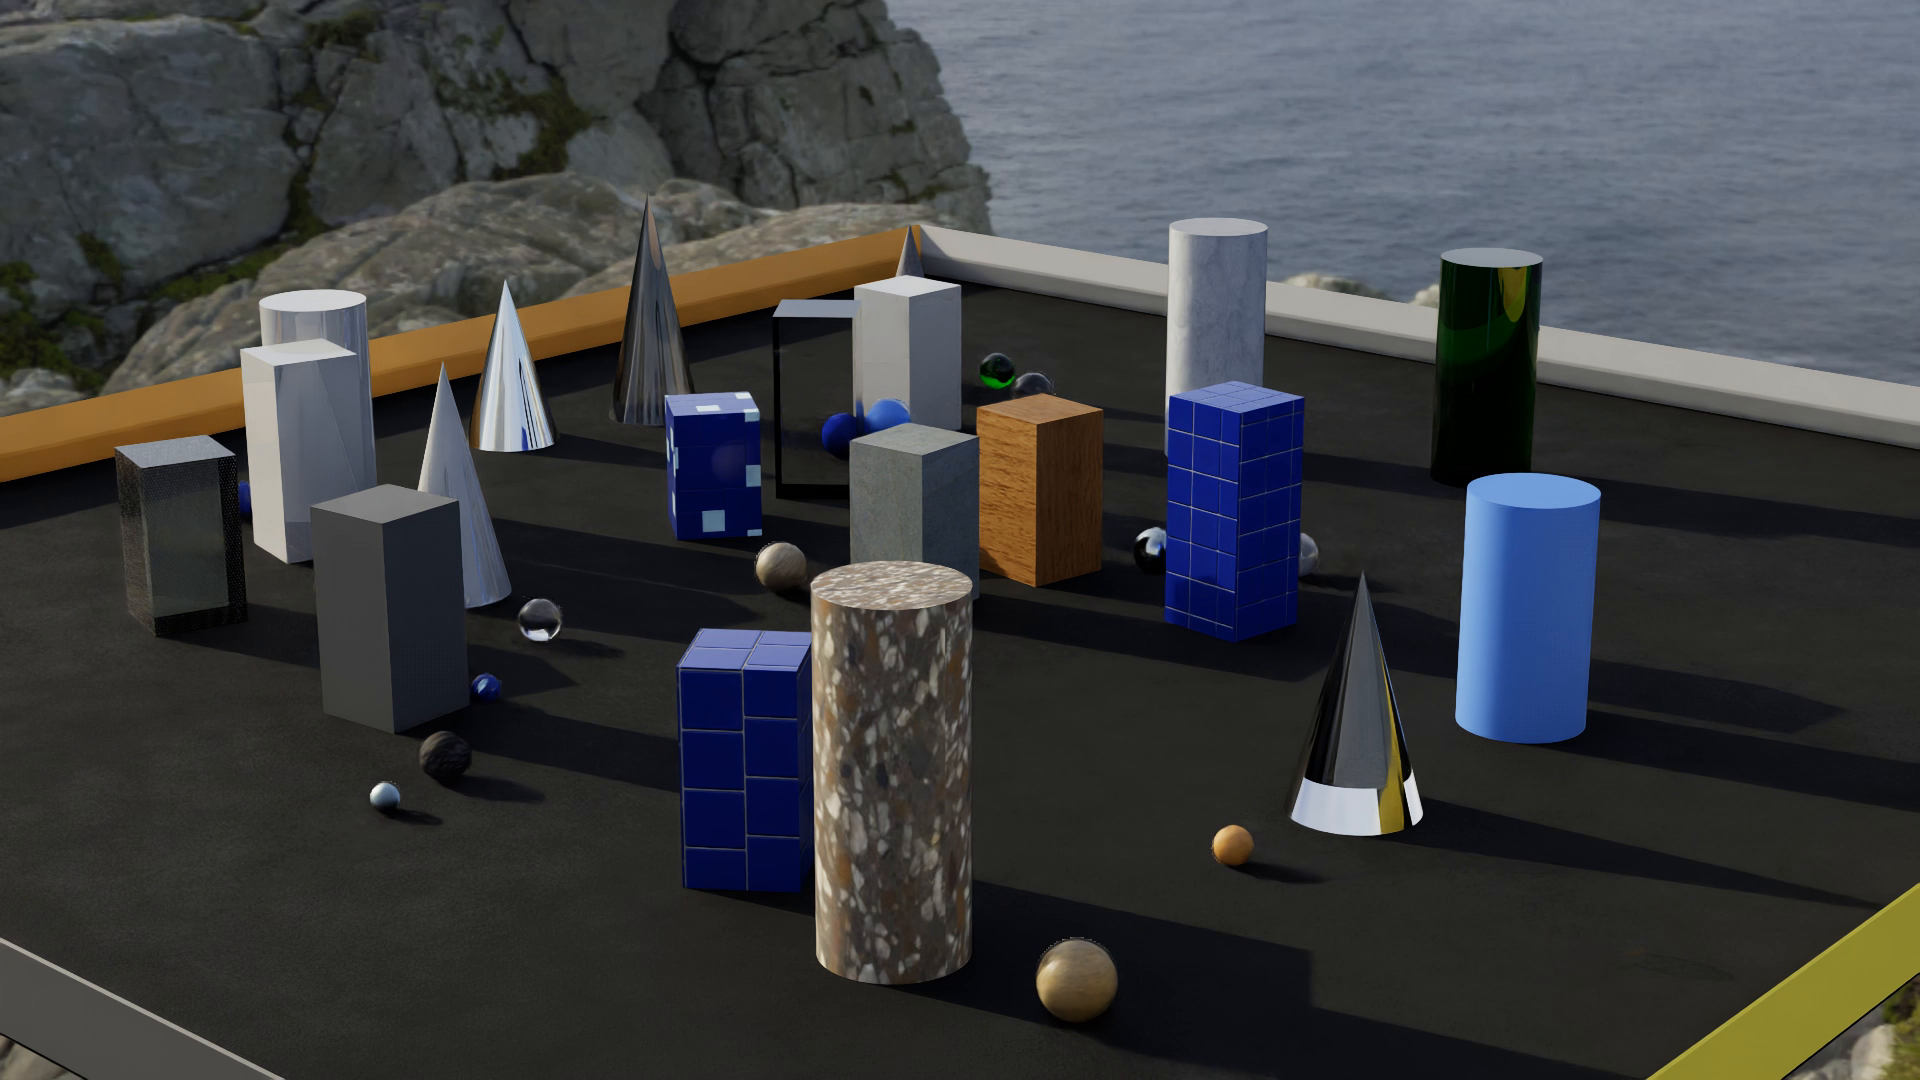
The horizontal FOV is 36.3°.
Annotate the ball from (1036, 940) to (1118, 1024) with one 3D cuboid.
[{"bbox_3d":[0.140,0.530,3.523,0.099,0.099,0.099,0,17,0],"label":"ball"}]

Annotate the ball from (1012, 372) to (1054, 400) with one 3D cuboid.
[{"bbox_3d":[0.157,-0.316,6.345,0.092,0.092,0.092,0,17,0],"label":"ball"}]

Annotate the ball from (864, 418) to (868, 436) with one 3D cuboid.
[{"bbox_3d":[-0.235,-0.230,6.054,0.093,0.093,0.093,0,17,0],"label":"ball"}]

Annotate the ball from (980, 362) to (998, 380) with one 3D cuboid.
[{"bbox_3d":[0.065,-0.384,6.654,0.042,0.042,0.042,0,17,0],"label":"ball"}]

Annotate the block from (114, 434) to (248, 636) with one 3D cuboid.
[{"bbox_3d":[-1.321,-0.009,4.977,0.159,0.293,0.159,-10,19,-30],"label":"block"}]

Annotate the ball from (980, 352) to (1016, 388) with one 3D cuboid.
[{"bbox_3d":[0.083,-0.379,6.573,0.080,0.080,0.080,0,17,0],"label":"ball"}]

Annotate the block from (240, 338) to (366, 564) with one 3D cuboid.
[{"bbox_3d":[-1.198,-0.165,5.362,0.159,0.368,0.159,-11,20,-33],"label":"block"}]

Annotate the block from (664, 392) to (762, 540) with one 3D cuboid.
[{"bbox_3d":[-0.464,-0.141,5.508,0.159,0.238,0.159,-3,17,-11],"label":"block"}]

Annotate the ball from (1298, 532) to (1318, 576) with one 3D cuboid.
[{"bbox_3d":[0.599,0.026,5.228,0.081,0.081,0.081,0,17,0],"label":"ball"}]

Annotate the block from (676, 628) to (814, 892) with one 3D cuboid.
[{"bbox_3d":[-0.282,0.294,3.936,0.159,0.312,0.159,2,17,6],"label":"block"}]

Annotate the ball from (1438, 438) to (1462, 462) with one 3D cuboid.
[{"bbox_3d":[1.000,-0.185,5.980,0.050,0.050,0.050,0,17,0],"label":"ball"}]

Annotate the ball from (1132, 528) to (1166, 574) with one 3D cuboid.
[{"bbox_3d":[0.351,0.020,5.240,0.085,0.085,0.085,0,17,0],"label":"ball"}]

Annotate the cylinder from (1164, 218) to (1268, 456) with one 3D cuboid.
[{"bbox_3d":[0.521,-0.405,5.979,0.198,0.473,0.198,0,17,0],"label":"cylinder"}]

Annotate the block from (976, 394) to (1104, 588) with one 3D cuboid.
[{"bbox_3d":[0.142,-0.091,5.242,0.159,0.297,0.159,-14,22,-39],"label":"block"}]

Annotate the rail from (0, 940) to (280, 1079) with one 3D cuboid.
[{"bbox_3d":[-1.326,0.473,3.658,3.837,0.129,0.045,14,22,39],"label":"rail"}]

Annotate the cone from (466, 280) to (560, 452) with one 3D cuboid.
[{"bbox_3d":[-0.939,-0.375,6.106,0.198,0.343,0.198,0,17,0],"label":"cone"}]

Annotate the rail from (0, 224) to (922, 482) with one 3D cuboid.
[{"bbox_3d":[-1.431,-0.326,6.309,0.045,0.129,4.092,14,22,39],"label":"rail"}]

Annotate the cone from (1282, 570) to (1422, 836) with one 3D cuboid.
[{"bbox_3d":[0.560,0.211,4.130,0.198,0.359,0.198,0,17,0],"label":"cone"}]

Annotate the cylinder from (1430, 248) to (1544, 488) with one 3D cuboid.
[{"bbox_3d":[1.042,-0.340,5.811,0.198,0.446,0.198,0,17,0],"label":"cylinder"}]

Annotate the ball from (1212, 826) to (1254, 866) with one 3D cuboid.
[{"bbox_3d":[0.371,0.415,3.981,0.055,0.055,0.055,0,17,0],"label":"ball"}]

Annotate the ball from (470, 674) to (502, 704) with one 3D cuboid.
[{"bbox_3d":[-0.744,0.233,4.598,0.047,0.047,0.047,0,17,0],"label":"ball"}]

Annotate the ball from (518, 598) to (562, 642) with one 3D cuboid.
[{"bbox_3d":[-0.700,0.133,4.885,0.073,0.073,0.073,0,17,0],"label":"ball"}]

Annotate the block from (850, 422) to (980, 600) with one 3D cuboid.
[{"bbox_3d":[-0.078,-0.034,5.063,0.159,0.291,0.159,13,21,36],"label":"block"}]

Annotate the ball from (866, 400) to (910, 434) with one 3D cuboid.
[{"bbox_3d":[-0.150,-0.242,6.090,0.096,0.096,0.096,0,17,0],"label":"ball"}]

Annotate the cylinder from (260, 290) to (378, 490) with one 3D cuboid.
[{"bbox_3d":[-1.223,-0.257,5.599,0.198,0.409,0.198,0,17,0],"label":"cylinder"}]

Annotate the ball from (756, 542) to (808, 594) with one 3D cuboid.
[{"bbox_3d":[-0.311,0.049,5.133,0.091,0.091,0.091,0,17,0],"label":"ball"}]

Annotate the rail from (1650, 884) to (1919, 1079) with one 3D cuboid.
[{"bbox_3d":[1.431,0.391,3.930,0.045,0.129,4.092,14,22,39],"label":"rail"}]

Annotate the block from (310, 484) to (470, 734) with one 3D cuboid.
[{"bbox_3d":[-0.879,0.104,4.530,0.159,0.335,0.159,12,21,35],"label":"block"}]

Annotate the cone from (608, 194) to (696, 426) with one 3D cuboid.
[{"bbox_3d":[-0.662,-0.507,6.289,0.198,0.490,0.198,0,17,0],"label":"cone"}]

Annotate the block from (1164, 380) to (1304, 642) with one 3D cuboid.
[{"bbox_3d":[0.461,-0.050,4.935,0.159,0.395,0.159,-15,22,-40],"label":"block"}]

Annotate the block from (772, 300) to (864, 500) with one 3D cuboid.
[{"bbox_3d":[-0.276,-0.276,5.744,0.159,0.362,0.159,1,17,3],"label":"block"}]

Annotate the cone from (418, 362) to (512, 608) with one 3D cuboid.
[{"bbox_3d":[-0.888,-0.108,5.091,0.198,0.417,0.198,0,17,0],"label":"cone"}]

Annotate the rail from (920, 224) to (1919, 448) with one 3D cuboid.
[{"bbox_3d":[1.326,-0.408,6.582,3.837,0.129,0.045,14,22,39],"label":"rail"}]

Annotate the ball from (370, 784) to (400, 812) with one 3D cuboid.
[{"bbox_3d":[-0.817,0.366,4.166,0.042,0.042,0.042,0,17,0],"label":"ball"}]

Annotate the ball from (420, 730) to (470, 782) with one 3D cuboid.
[{"bbox_3d":[-0.752,0.315,4.280,0.073,0.073,0.073,0,17,0],"label":"ball"}]

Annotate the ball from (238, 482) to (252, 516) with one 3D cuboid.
[{"bbox_3d":[-1.368,-0.078,5.597,0.067,0.067,0.067,0,17,0],"label":"ball"}]

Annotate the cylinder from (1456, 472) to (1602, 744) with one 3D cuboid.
[{"bbox_3d":[0.865,0.102,4.474,0.198,0.370,0.198,0,17,0],"label":"cylinder"}]

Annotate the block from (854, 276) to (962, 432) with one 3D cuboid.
[{"bbox_3d":[-0.109,-0.384,6.190,0.159,0.311,0.159,15,22,40],"label":"block"}]

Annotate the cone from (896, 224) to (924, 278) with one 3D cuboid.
[{"bbox_3d":[-0.111,-0.522,6.534,0.198,0.376,0.198,0,17,0],"label":"cone"}]

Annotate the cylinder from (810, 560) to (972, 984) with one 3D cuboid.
[{"bbox_3d":[-0.084,0.288,3.653,0.198,0.488,0.198,0,17,0],"label":"cylinder"}]
